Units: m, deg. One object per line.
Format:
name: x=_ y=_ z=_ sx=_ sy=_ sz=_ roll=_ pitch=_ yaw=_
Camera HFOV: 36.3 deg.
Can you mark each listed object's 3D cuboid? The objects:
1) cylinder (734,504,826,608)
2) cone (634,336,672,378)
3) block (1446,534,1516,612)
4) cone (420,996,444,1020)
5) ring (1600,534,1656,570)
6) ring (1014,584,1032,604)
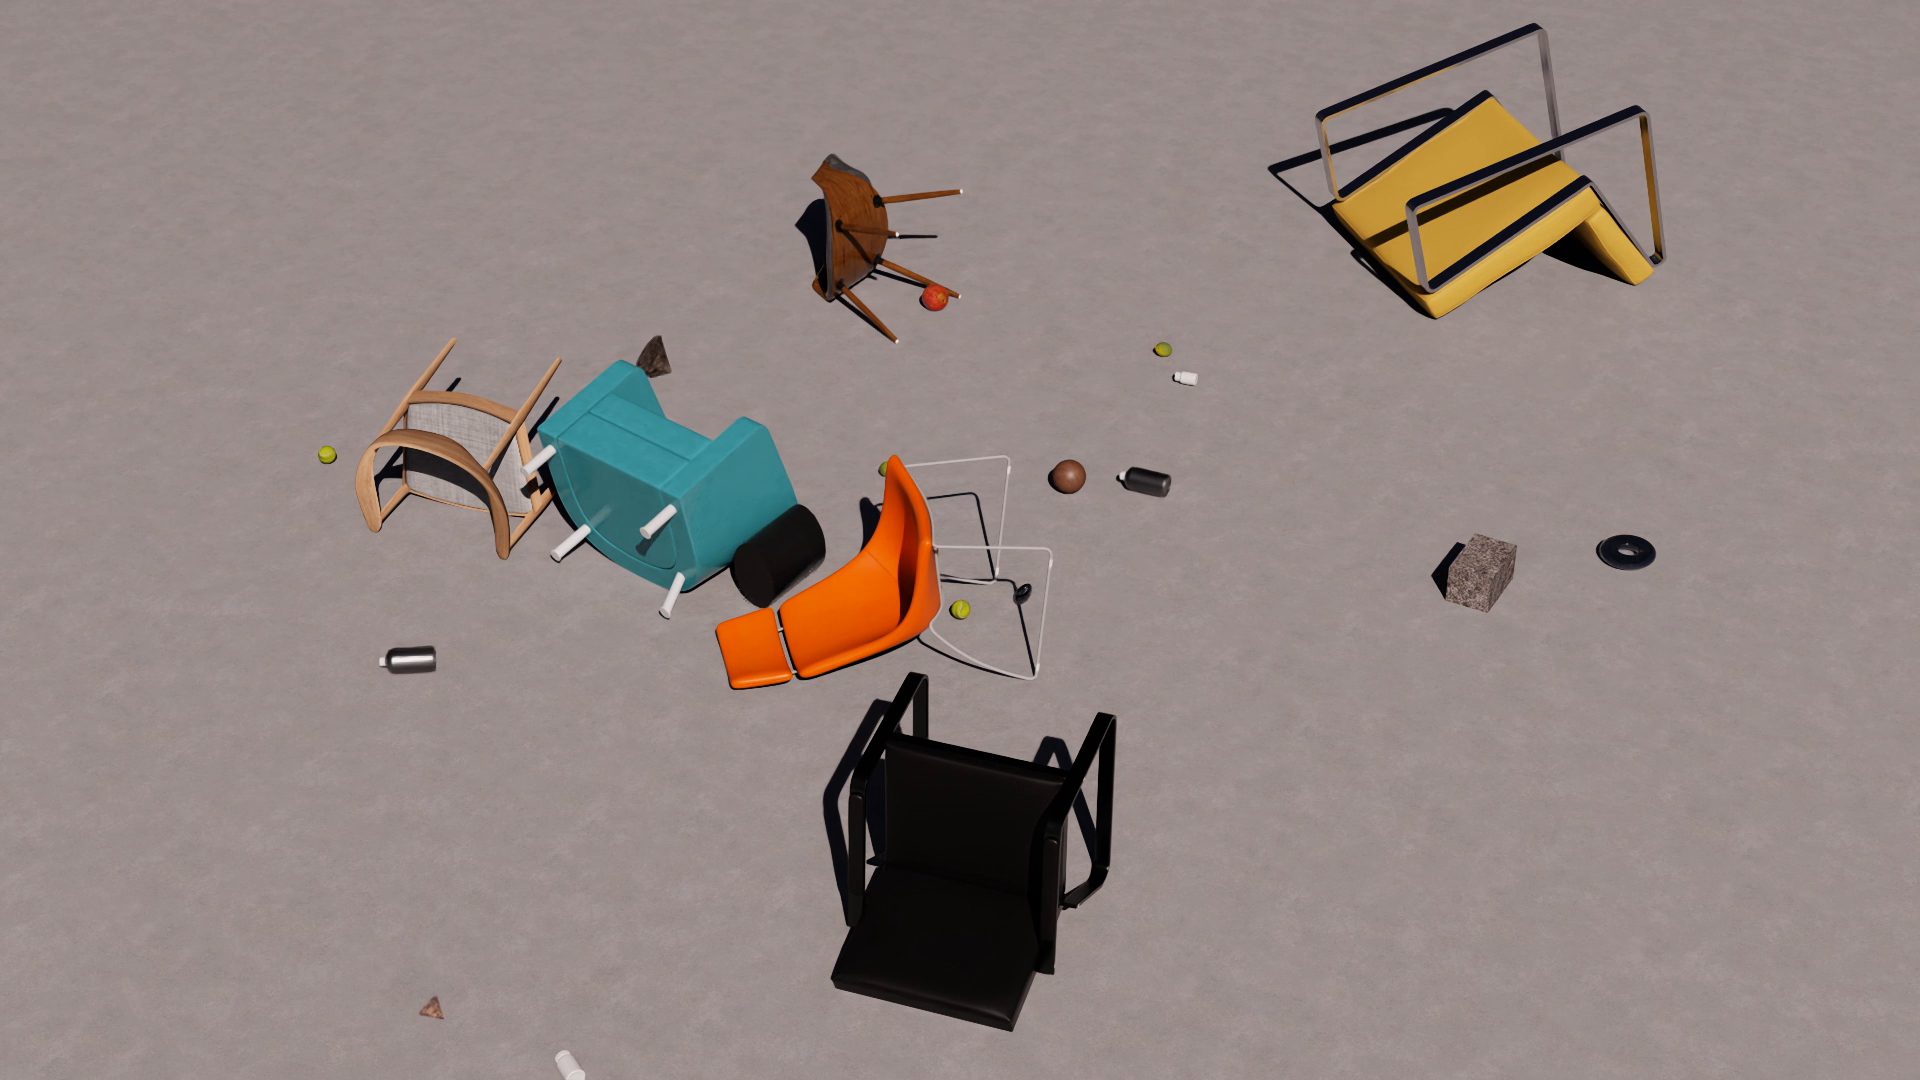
cylinder: x=-0.651 y=0.058 z=10.621 sx=0.171 sy=0.263 sz=0.316 roll=10 pitch=33 yaw=34
cone: x=-1.225 y=-0.717 z=11.963 sx=0.121 sy=0.194 sz=0.232 roll=33 pitch=22 yaw=-23
block: x=1.890 y=0.119 z=10.631 sx=0.162 sy=0.146 sz=0.255 roll=17 pitch=37 yaw=24
cone: x=-1.568 y=1.413 z=8.774 sx=0.065 sy=0.066 sz=0.076 roll=40 pitch=52 yaw=8
ring: x=2.468 y=0.045 z=10.833 sx=0.207 sy=0.049 sz=0.213 roll=19 pitch=37 yaw=27
ring: x=0.229 y=0.195 z=10.614 sx=0.049 sy=0.039 sz=0.113 roll=14 pitch=37 yaw=23
